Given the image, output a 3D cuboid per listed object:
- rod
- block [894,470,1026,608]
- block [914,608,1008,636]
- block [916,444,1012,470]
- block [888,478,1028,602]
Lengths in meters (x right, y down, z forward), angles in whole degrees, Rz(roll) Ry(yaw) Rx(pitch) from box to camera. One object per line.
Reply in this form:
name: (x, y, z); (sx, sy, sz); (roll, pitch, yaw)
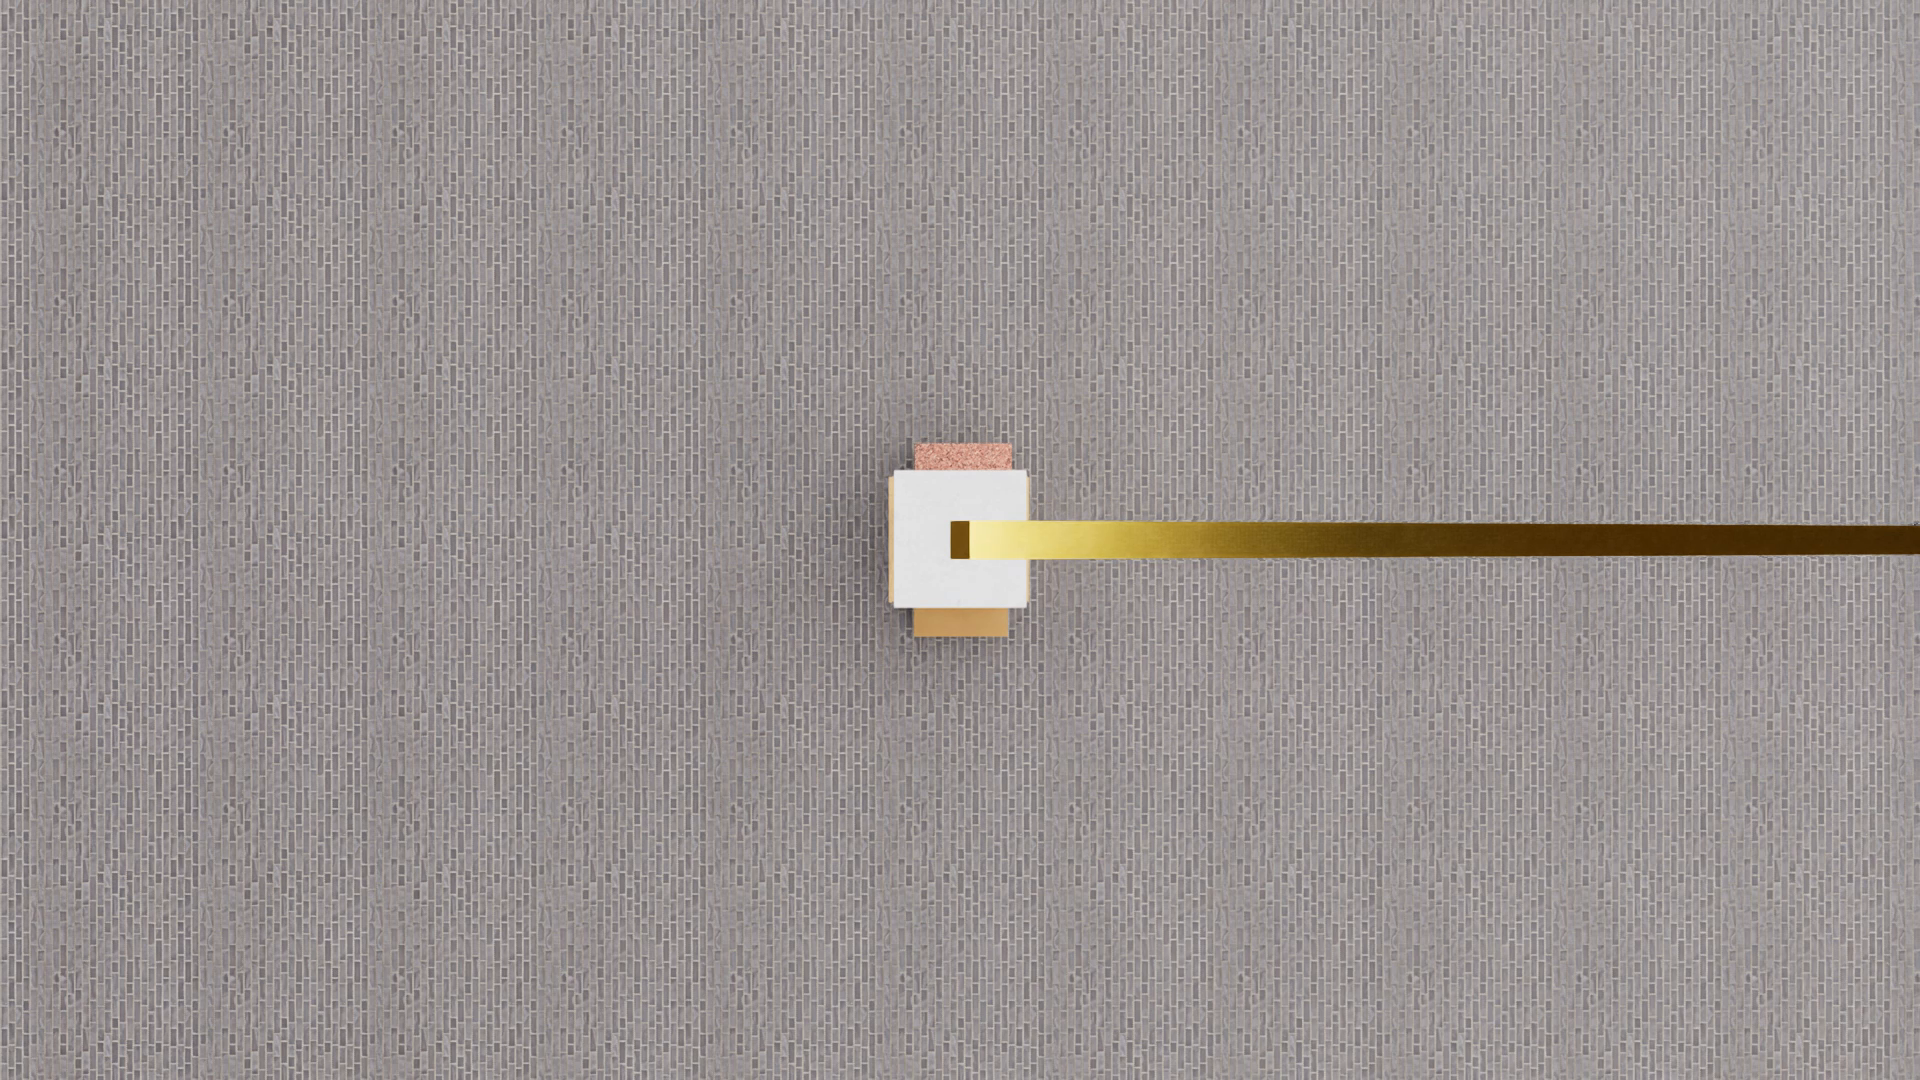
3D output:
rod: (2.234, 0.000, 5.916); (5.200, 0.080, 0.080); (0, 90, -31)
block: (0.001, -0.004, 9.221); (0.541, 0.490, 0.561); (0, 90, 0)
block: (0.005, 0.295, 12.717); (0.529, 0.566, 0.502); (0, 90, 0)
block: (0.020, -0.256, 12.723); (0.547, 0.555, 0.580); (0, 90, 0)
block: (-0.006, 0.000, 12.070); (0.745, 0.729, 0.667); (0, 90, 0)
